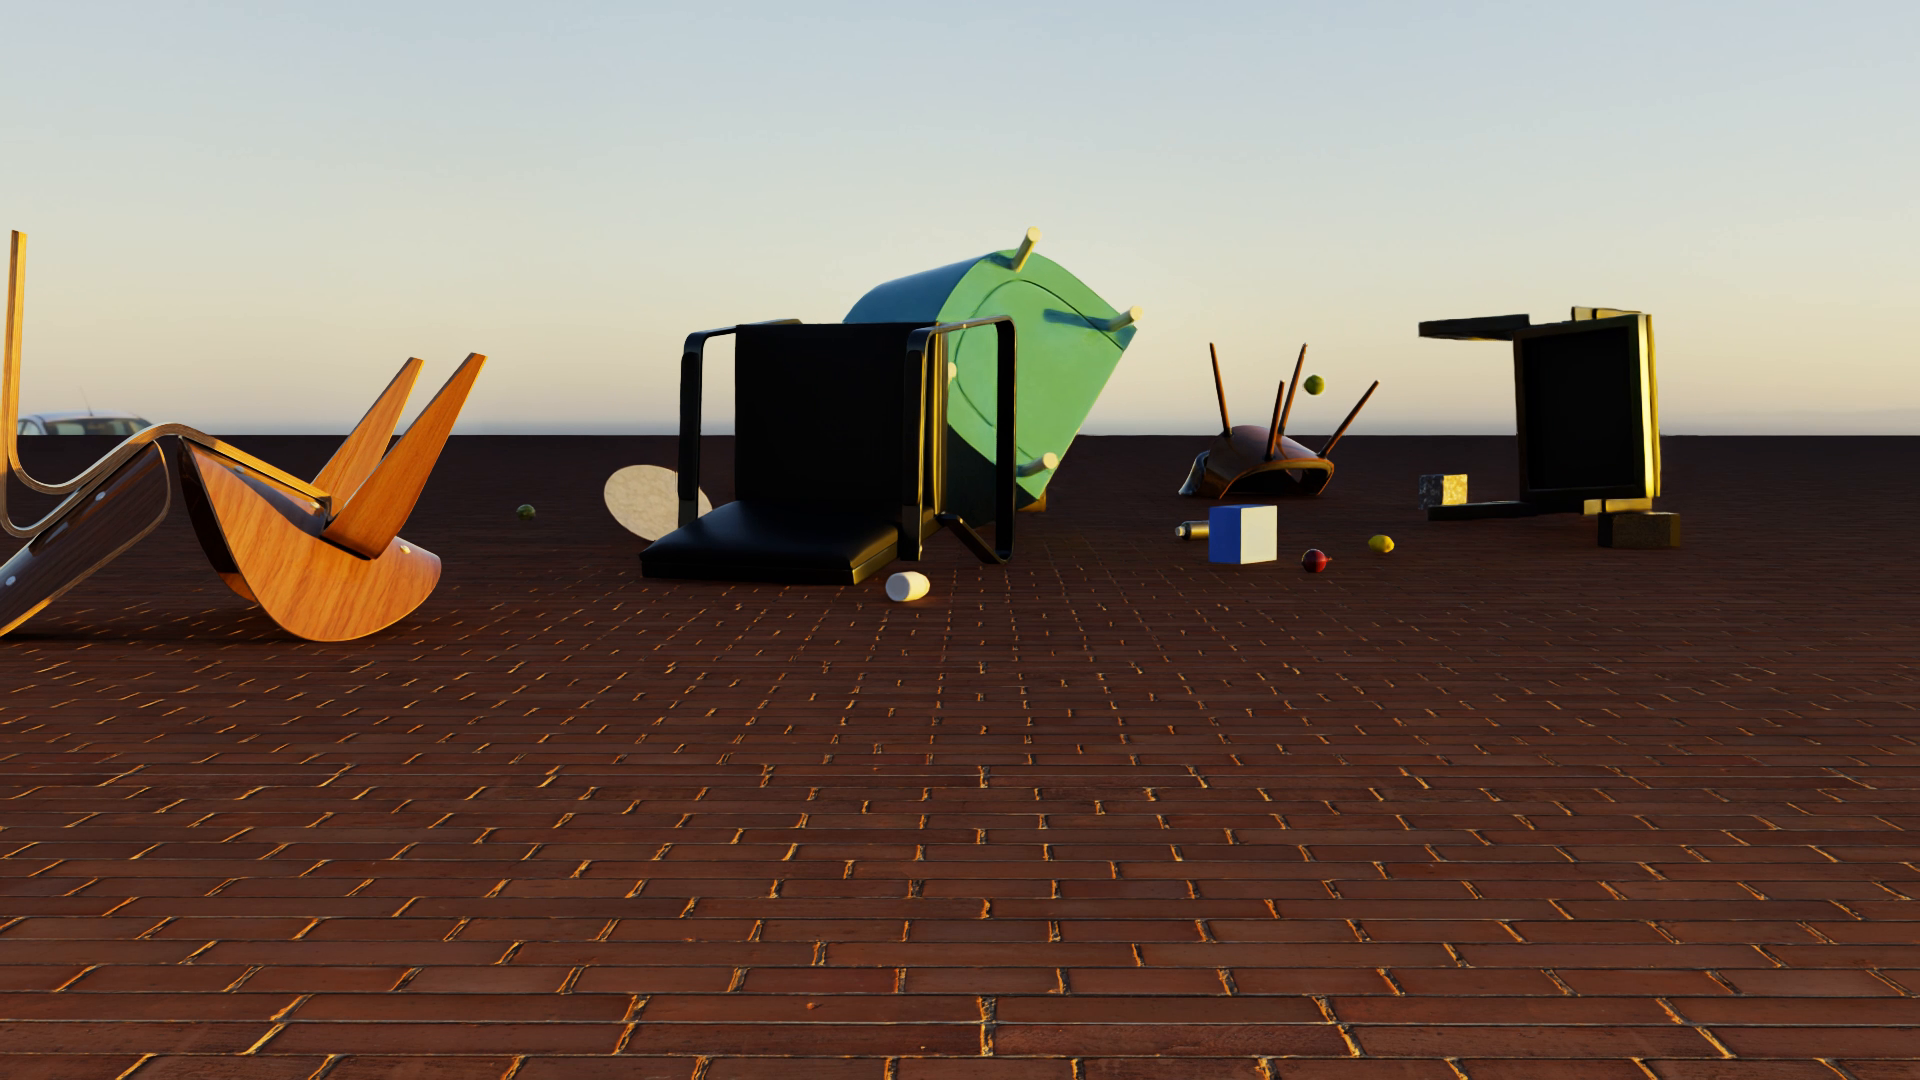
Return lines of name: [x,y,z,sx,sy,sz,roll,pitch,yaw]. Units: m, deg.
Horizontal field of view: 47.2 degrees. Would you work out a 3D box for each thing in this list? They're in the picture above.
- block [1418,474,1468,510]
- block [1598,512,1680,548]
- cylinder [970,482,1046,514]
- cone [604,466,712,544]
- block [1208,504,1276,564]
block: [1.813,-0.181,8.252,0.099,0.127,0.209,3,5,37]
block: [1.938,-0.029,6.280,0.205,0.094,0.093,-1,4,-10]
cylinder: [0.177,-0.156,7.989,0.256,0.113,0.116,-1,18,-12]
cone: [-0.902,-0.054,6.506,0.331,0.244,0.212,24,-31,0]
block: [0.739,-0.016,5.741,0.096,0.143,0.181,3,5,38]
